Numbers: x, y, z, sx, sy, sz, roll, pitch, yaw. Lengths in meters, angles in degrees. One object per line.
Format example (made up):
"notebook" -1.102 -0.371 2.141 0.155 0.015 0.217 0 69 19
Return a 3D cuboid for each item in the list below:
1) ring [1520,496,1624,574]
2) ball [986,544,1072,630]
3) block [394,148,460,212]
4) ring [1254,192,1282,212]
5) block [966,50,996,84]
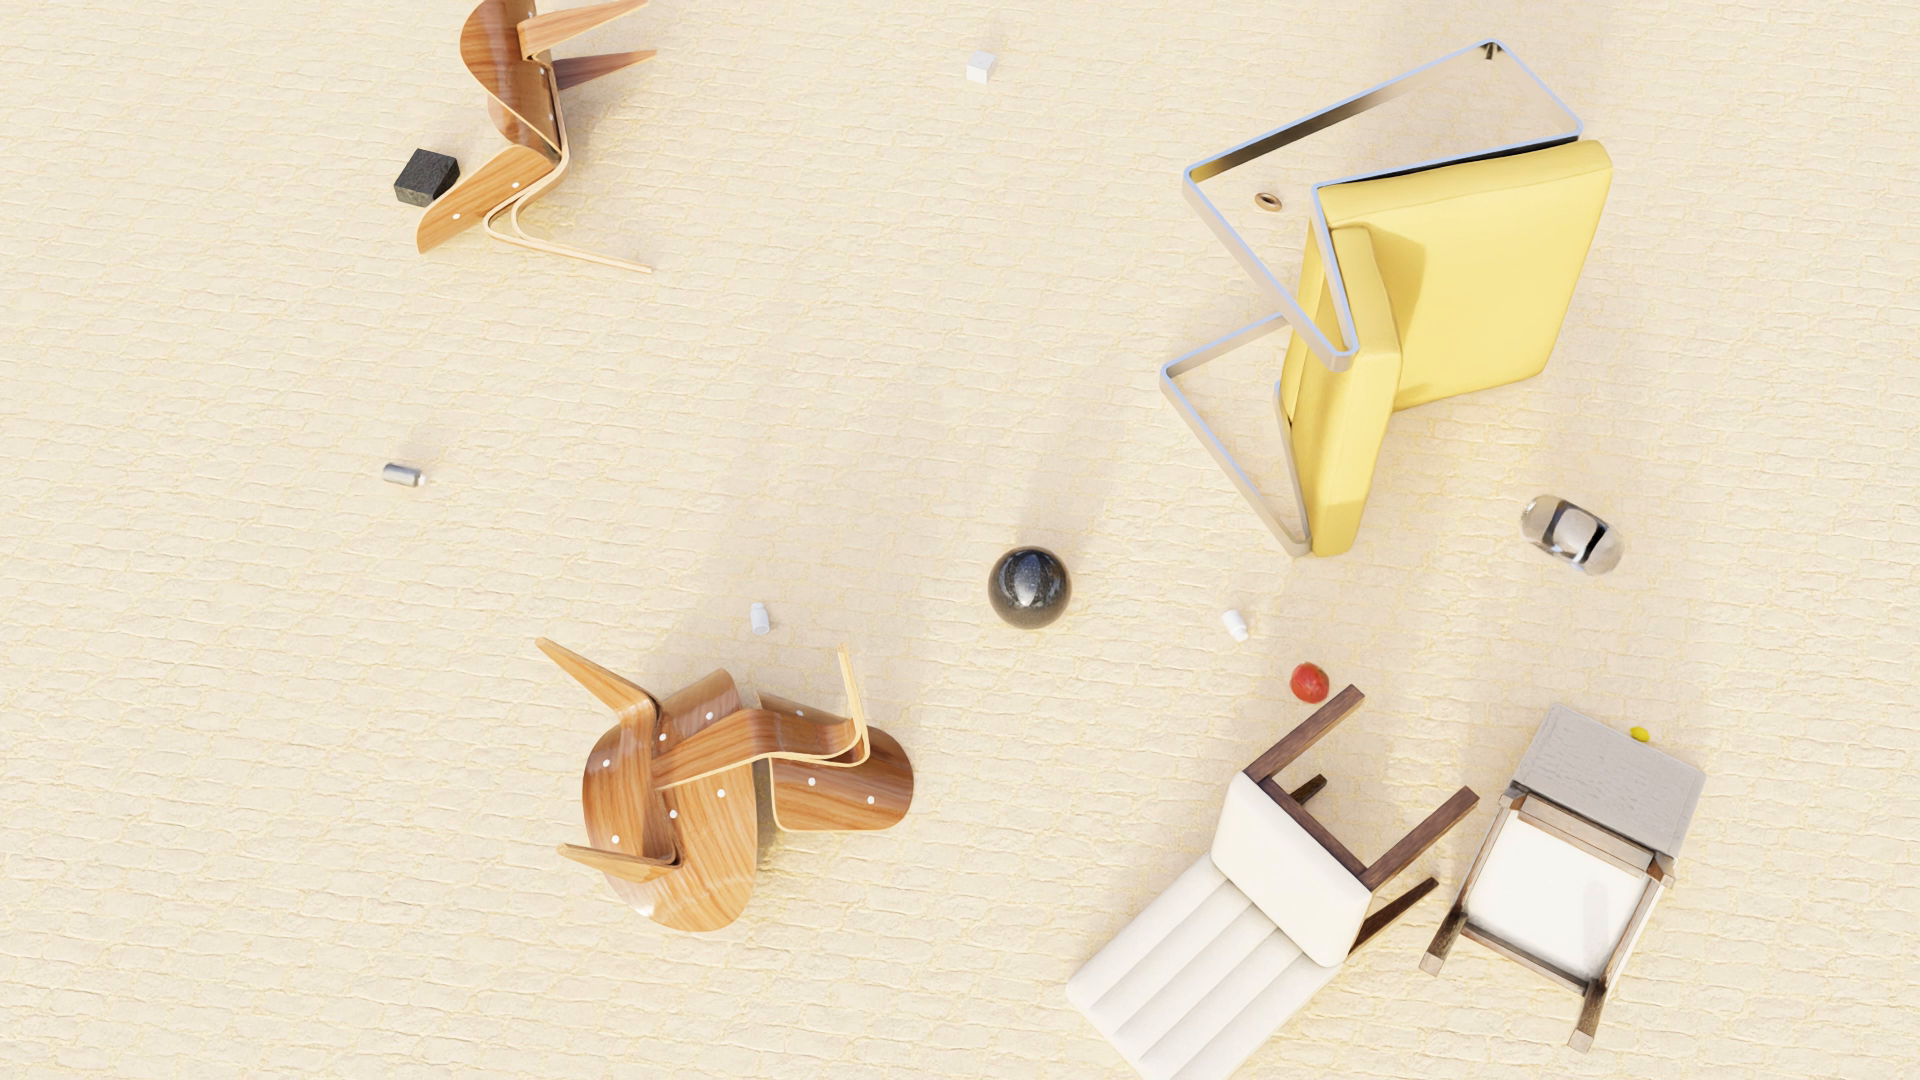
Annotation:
"ring" 1.787 -0.014 6.424 0.314 0.280 0.145 30 92 9
"ball" 0.201 0.137 6.333 0.248 0.248 0.248 0 56 0
"block" -1.777 -1.202 7.334 0.144 0.077 0.178 16 58 10
"ring" 1.024 -1.122 7.306 0.101 0.036 0.053 27 62 18
"block" 0.074 -1.642 7.636 0.075 0.066 0.084 21 59 13
